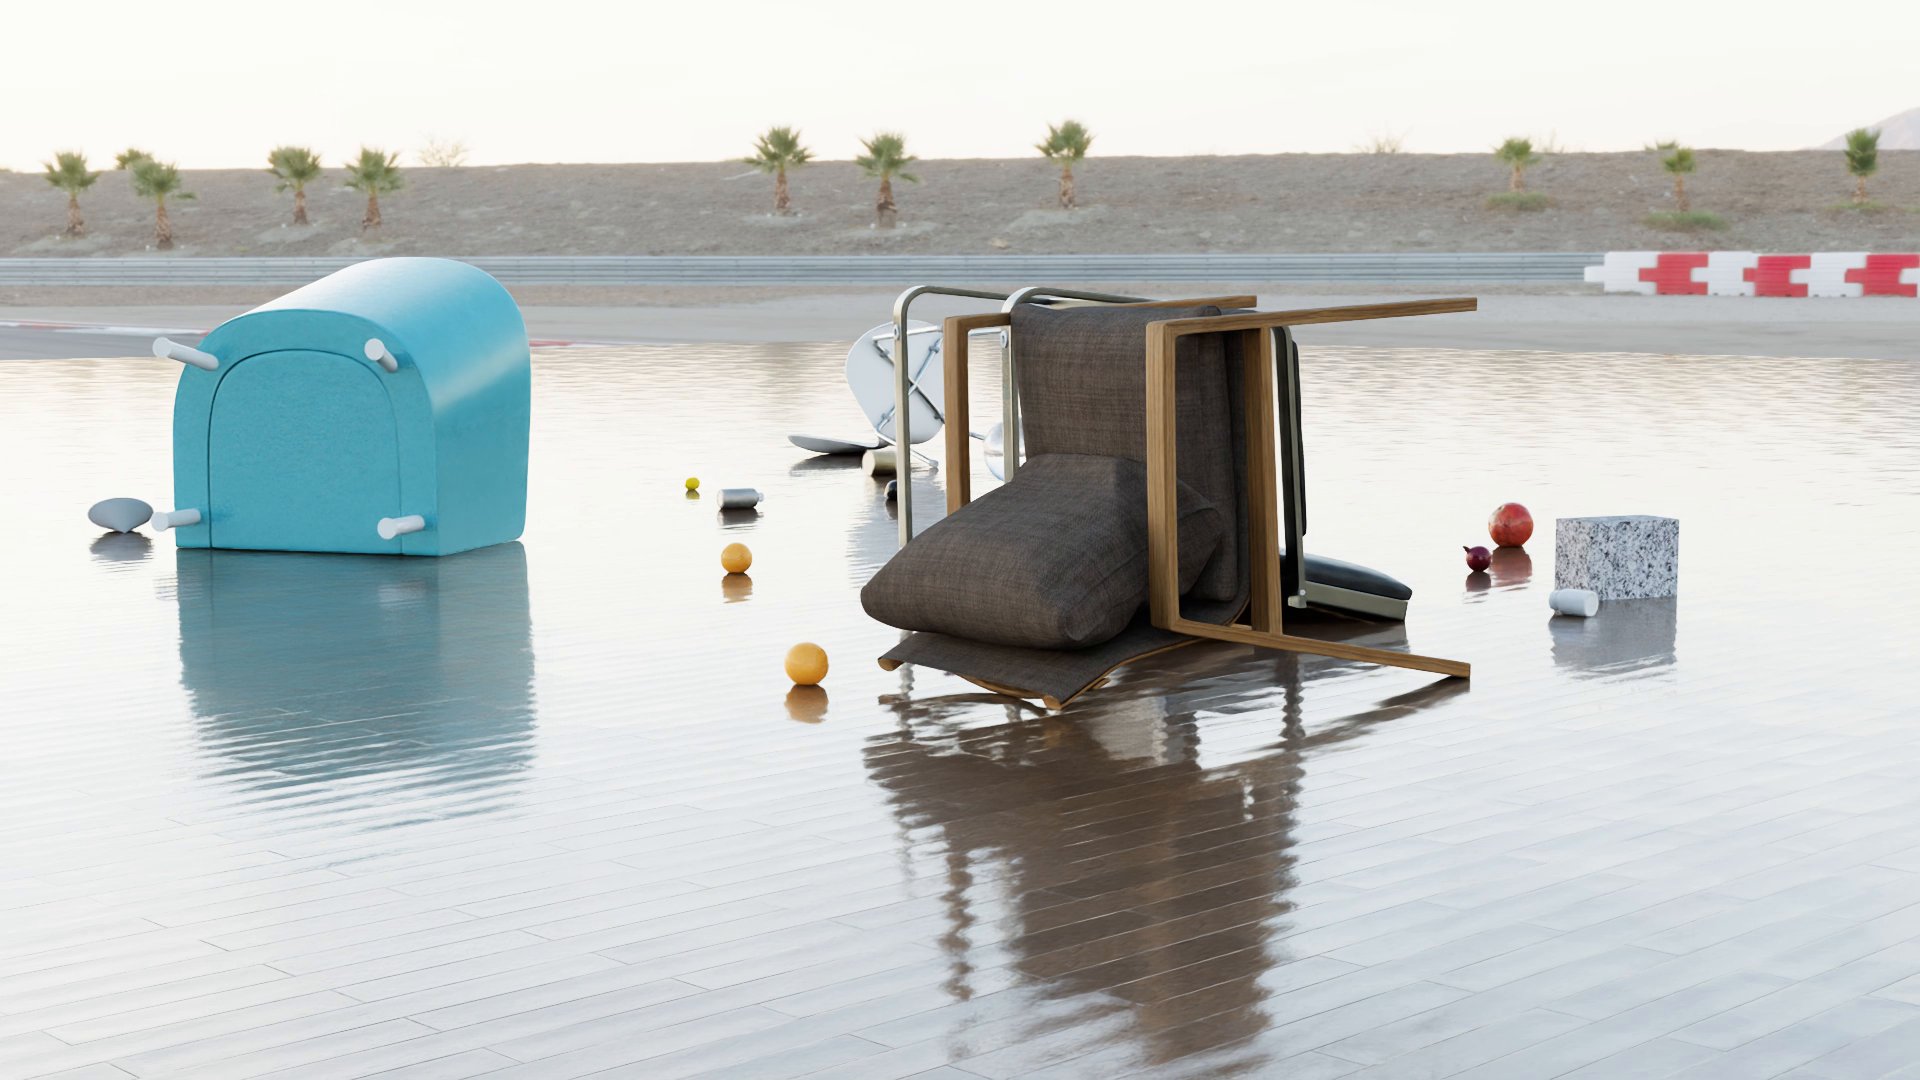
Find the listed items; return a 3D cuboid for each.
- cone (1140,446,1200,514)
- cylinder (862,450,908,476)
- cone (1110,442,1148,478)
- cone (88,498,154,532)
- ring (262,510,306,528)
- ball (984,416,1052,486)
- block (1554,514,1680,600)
[{"bbox_3d":[0.554,-0.124,7.167,0.175,0.216,0.184,23,43,11],"label":"cone"},{"bbox_3d":[-0.249,-0.256,8.507,0.114,0.077,0.131,-4,-3,-19],"label":"cylinder"},{"bbox_3d":[0.552,-0.234,8.397,0.139,0.123,0.147,-24,25,15],"label":"cone"},{"bbox_3d":[-2.156,-0.043,6.609,0.168,0.114,0.074,1,42,-31],"label":"cone"},{"bbox_3d":[-1.775,-0.053,6.733,0.103,0.040,0.116,4,8,43],"label":"ring"},{"bbox_3d":[0.182,-0.281,8.083,0.217,0.217,0.217,0,6,0],"label":"ball"},{"bbox_3d":[1.356,0.035,5.298,0.221,0.158,0.117,-2,6,-23],"label":"block"}]
